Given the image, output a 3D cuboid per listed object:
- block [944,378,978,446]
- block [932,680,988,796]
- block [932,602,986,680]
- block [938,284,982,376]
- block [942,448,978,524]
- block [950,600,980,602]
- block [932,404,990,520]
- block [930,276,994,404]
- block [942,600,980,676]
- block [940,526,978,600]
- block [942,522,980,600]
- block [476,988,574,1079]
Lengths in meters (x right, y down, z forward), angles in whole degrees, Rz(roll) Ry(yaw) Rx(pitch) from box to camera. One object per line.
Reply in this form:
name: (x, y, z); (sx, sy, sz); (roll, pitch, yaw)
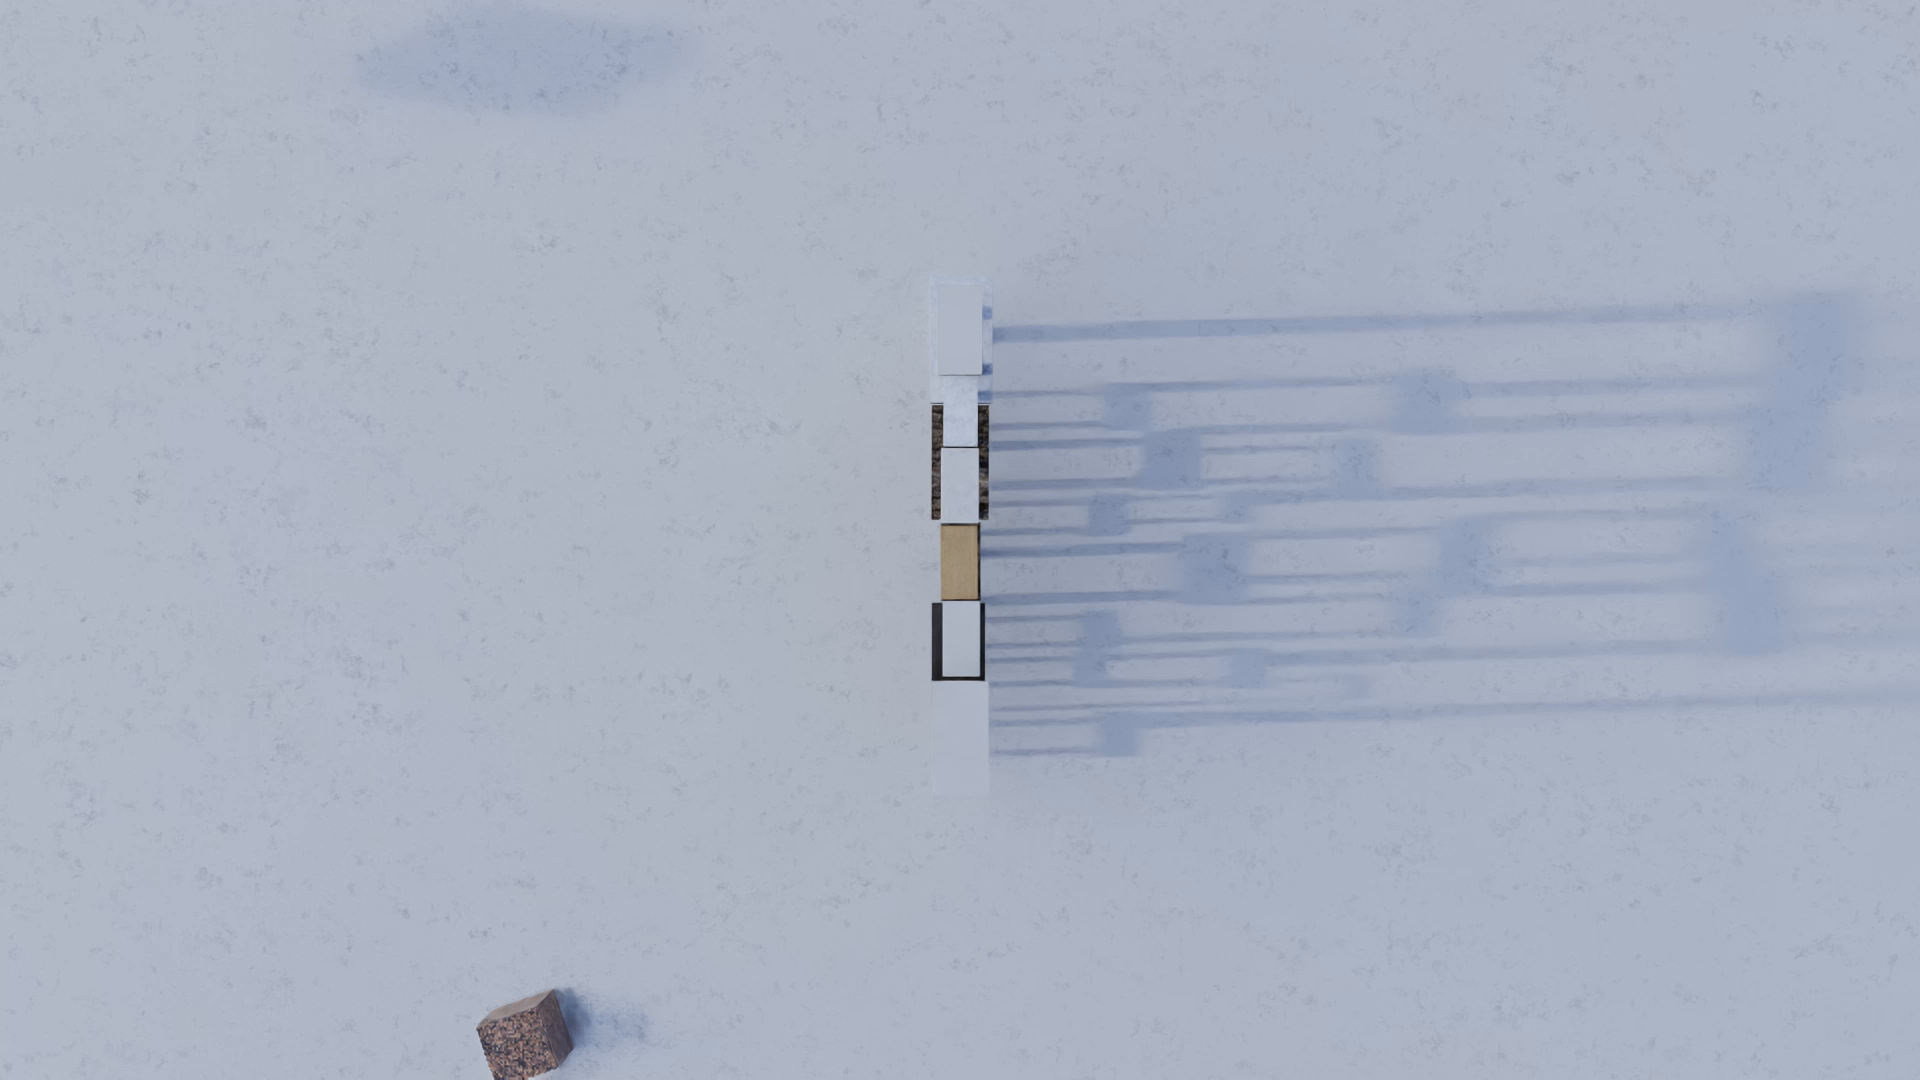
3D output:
block: (0.002, -0.342, 4.422); (0.091, 0.026, 0.183); (0, 90, 0)
block: (0.000, 0.523, 4.364); (0.149, 0.042, 0.299); (0, 90, 0)
block: (-0.005, 0.331, 4.706); (0.152, 0.043, 0.304); (0, 90, 0)
block: (-0.001, -0.555, 4.365); (0.118, 0.033, 0.236); (0, 90, 0)
block: (0.000, -0.146, 4.435); (0.101, 0.029, 0.202); (0, 90, 0)
block: (0.003, 0.091, 4.995); (0.110, 0.031, 0.220); (0, 90, 0)
block: (0.001, -0.219, 4.674); (0.162, 0.046, 0.324); (0, 90, 0)
block: (0.004, -0.562, 4.642); (0.177, 0.050, 0.354); (0, 90, 0)
block: (0.003, 0.267, 4.467); (0.101, 0.029, 0.203); (0, 90, 0)
block: (-0.003, 0.062, 4.507); (0.100, 0.028, 0.200); (0, 90, 0)
block: (0.003, 0.062, 4.737); (0.113, 0.032, 0.226); (0, 90, 0)
block: (-1.420, 1.629, 5.396); (0.209, 0.209, 0.209); (-19, 90, 0)
